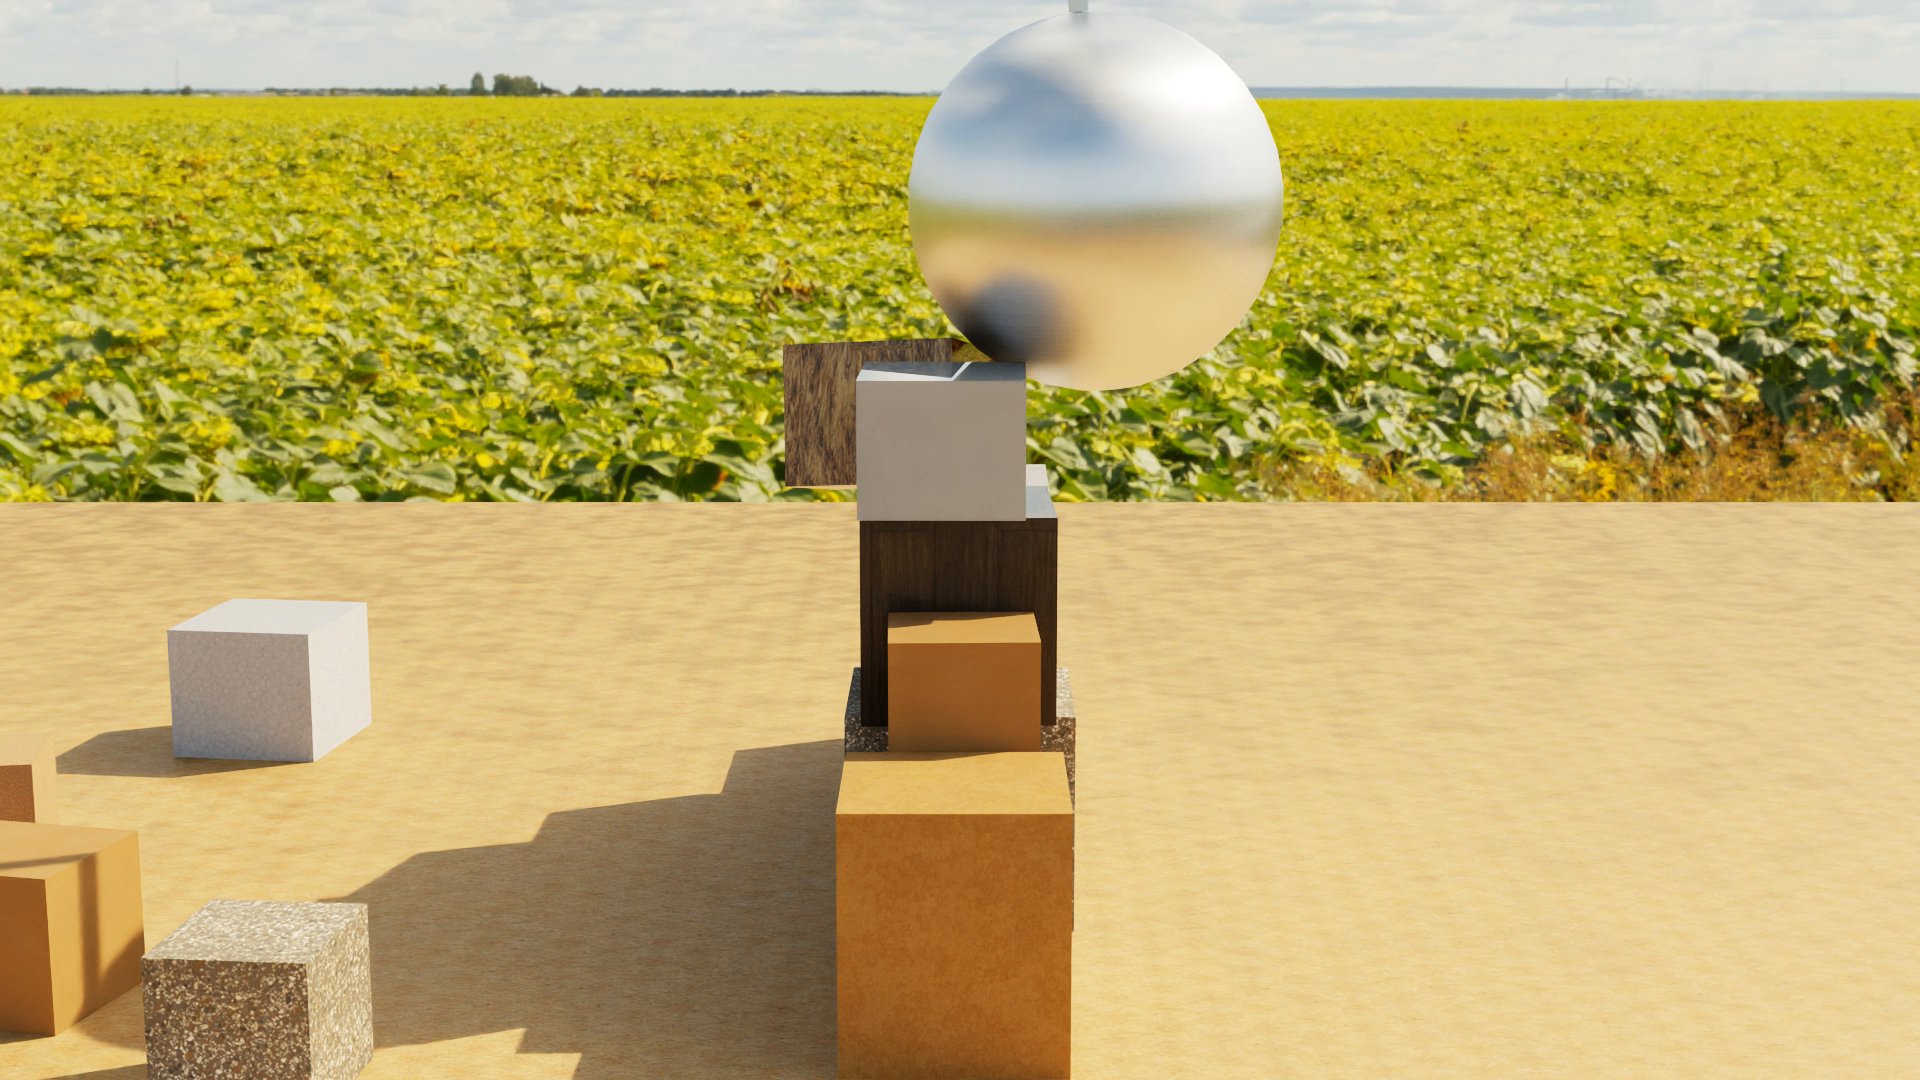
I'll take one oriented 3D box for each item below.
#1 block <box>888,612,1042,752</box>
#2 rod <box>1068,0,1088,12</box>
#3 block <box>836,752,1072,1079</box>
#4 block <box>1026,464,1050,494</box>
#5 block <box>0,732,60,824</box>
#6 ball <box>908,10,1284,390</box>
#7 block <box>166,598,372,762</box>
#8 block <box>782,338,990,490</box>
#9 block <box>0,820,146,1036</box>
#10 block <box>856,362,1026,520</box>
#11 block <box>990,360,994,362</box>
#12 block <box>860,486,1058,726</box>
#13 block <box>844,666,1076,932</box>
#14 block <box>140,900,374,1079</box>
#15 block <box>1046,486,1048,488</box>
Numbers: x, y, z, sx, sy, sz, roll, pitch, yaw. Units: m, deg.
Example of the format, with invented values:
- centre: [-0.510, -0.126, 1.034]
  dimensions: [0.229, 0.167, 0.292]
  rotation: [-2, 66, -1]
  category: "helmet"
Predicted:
- centre: [0.010, 0.669, 10.022]
  dimensions: [0.579, 0.674, 0.562]
  rotation: [0, 10, -1]
  category: "block"
- centre: [0.249, -4.766, 10.314]
  dimensions: [0.080, 5.200, 0.080]
  rotation: [-5, 10, 1]
  category: "rod"
- centre: [-0.020, 1.355, 9.389]
  dimensions: [0.822, 0.974, 0.823]
  rotation: [0, 10, 0]
  category: "block"
- centre: [-0.013, 0.059, 12.427]
  dimensions: [0.866, 0.734, 0.825]
  rotation: [0, 10, 1]
  category: "block"
- centre: [-4.290, 1.210, 11.269]
  dimensions: [0.537, 0.588, 0.553]
  rotation: [-2, 10, -10]
  category: "block"
- centre: [0.576, -1.436, 10.919]
  dimensions: [1.600, 1.600, 1.600]
  rotation: [0, 10, 0]
  category: "ball"
- centre: [-3.657, 0.734, 13.643]
  dimensions: [0.763, 0.676, 0.817]
  rotation: [1, 10, 8]
  category: "block"
- centre: [-0.306, -0.541, 11.237]
  dimensions: [0.749, 0.610, 0.685]
  rotation: [-1, 0, 14]
  category: "block"
- centre: [-3.583, 1.469, 9.798]
  dimensions: [0.647, 0.605, 0.629]
  rotation: [2, 11, 13]
  category: "block"
- centre: [-0.068, -0.409, 10.396]
  dimensions: [0.666, 0.554, 0.669]
  rotation: [0, 10, 1]
  category: "block"
- centre: [-0.105, -0.558, 11.928]
  dimensions: [0.671, 0.590, 0.669]
  rotation: [2, 4, 10]
  category: "block"
- centre: [-0.015, 0.259, 10.642]
  dimensions: [0.787, 0.849, 0.806]
  rotation: [0, 10, -1]
  category: "block"
- centre: [0.001, 1.093, 10.989]
  dimensions: [0.944, 0.917, 0.900]
  rotation: [0, 10, 0]
  category: "block"
- centre: [-2.435, 1.637, 8.944]
  dimensions: [0.573, 0.579, 0.628]
  rotation: [1, 10, 6]
  category: "block"
- centre: [-0.014, 0.167, 11.538]
  dimensions: [0.798, 0.794, 0.829]
  rotation: [0, -1, 1]
  category: "block"
